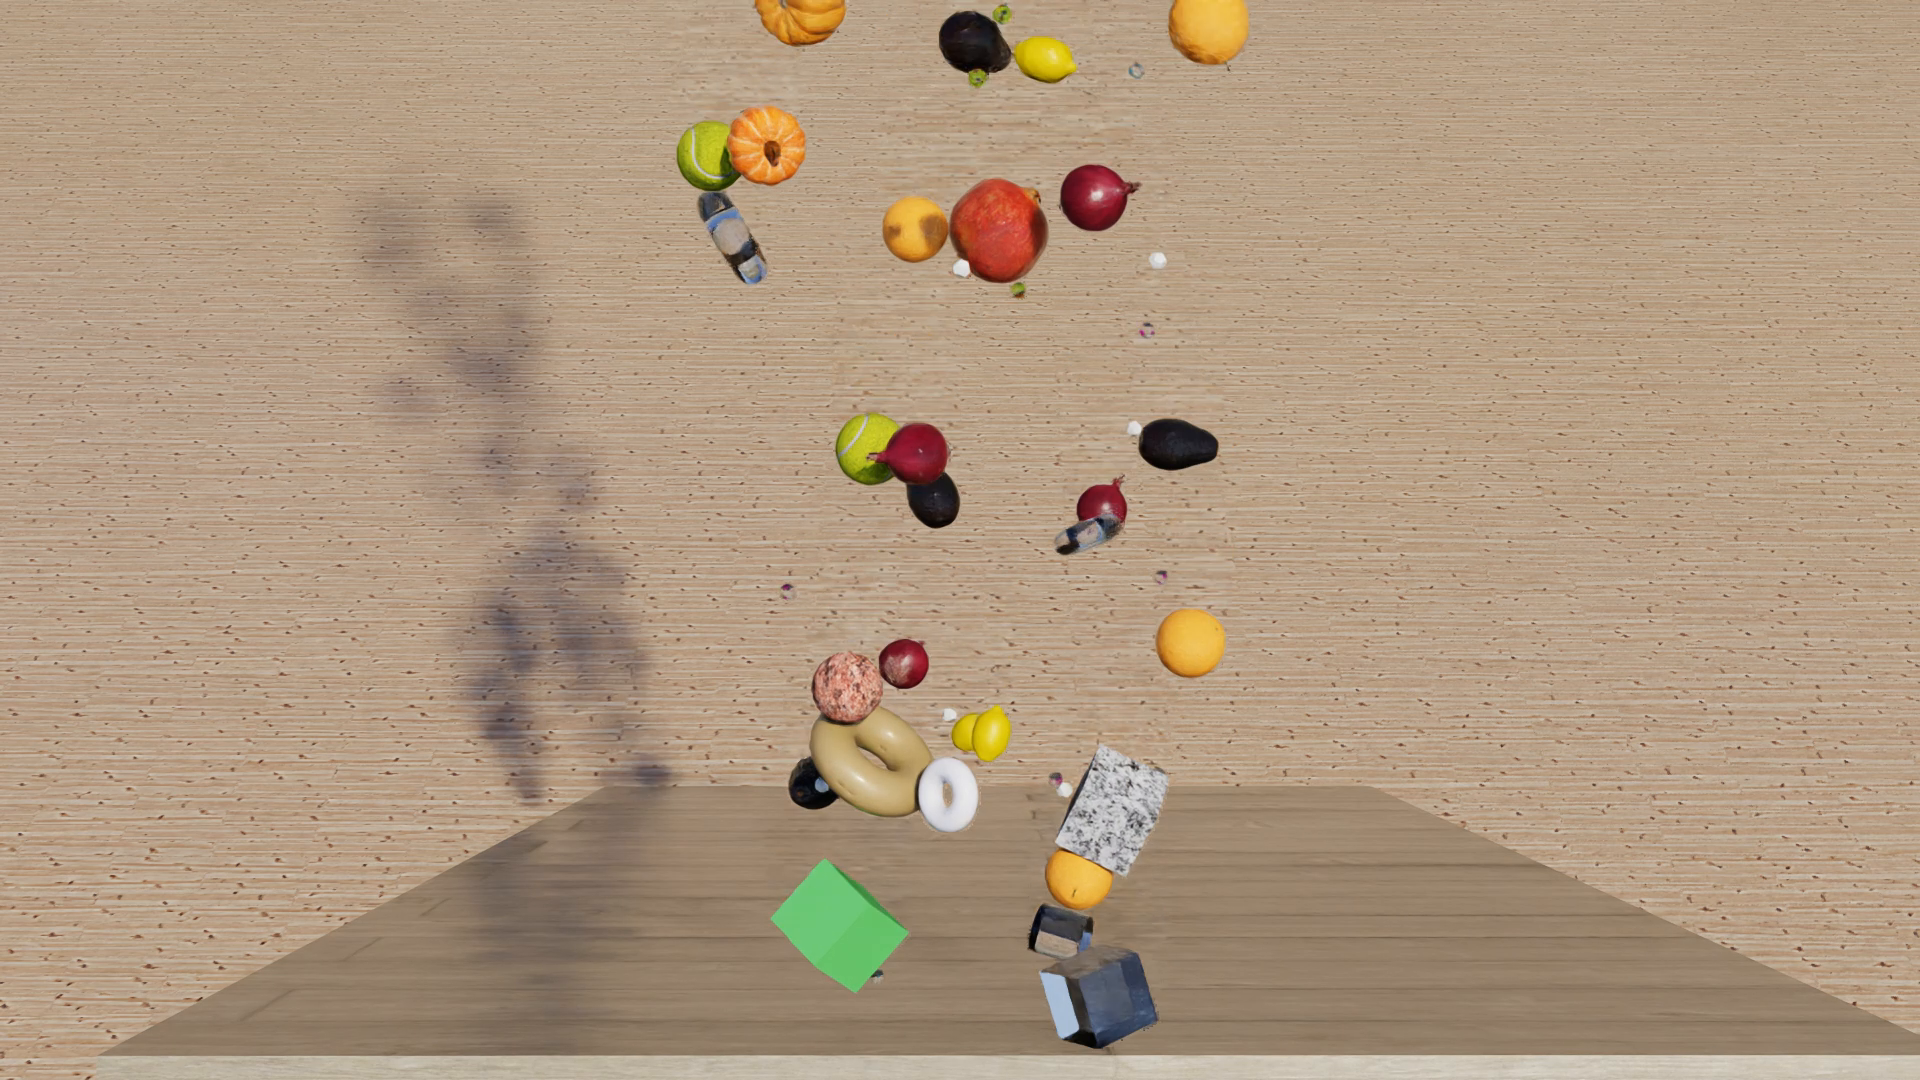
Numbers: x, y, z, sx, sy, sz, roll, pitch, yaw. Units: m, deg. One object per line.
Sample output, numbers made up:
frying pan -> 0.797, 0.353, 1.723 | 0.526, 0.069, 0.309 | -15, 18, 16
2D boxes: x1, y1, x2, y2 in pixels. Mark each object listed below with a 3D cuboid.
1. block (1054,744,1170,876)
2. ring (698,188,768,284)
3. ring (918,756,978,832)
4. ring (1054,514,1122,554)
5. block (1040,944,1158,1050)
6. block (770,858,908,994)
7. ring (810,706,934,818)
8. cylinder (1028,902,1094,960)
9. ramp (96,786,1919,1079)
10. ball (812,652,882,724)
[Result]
block -> 0.161, 0.285, 2.741 | 0.083, 0.083, 0.083 | 25, 32, 2
ring -> -0.233, -0.311, 2.657 | 0.036, 0.109, 0.109 | -30, 37, 1
ring -> -0.013, 0.266, 2.707 | 0.026, 0.079, 0.079 | 2, 24, -45
ring -> 0.138, -0.006, 2.797 | 0.078, 0.026, 0.078 | -21, -6, -2
block -> 0.153, 0.503, 2.865 | 0.082, 0.082, 0.082 | -20, 7, -28
block -> -0.133, 0.426, 2.868 | 0.089, 0.089, 0.089 | -48, 49, -3
ring -> -0.093, 0.234, 2.775 | 0.148, 0.049, 0.148 | 25, 32, -17
cylinder -> 0.120, 0.467, 3.076 | 0.059, 0.059, 0.059 | 15, 36, 18
ramp -> 0.074, 0.648, 4.778 | 2.000, 0.100, 4.000 | 0, -1, 0
ball -> -0.119, 0.156, 2.740 | 0.075, 0.075, 0.075 | 0, 34, 0
